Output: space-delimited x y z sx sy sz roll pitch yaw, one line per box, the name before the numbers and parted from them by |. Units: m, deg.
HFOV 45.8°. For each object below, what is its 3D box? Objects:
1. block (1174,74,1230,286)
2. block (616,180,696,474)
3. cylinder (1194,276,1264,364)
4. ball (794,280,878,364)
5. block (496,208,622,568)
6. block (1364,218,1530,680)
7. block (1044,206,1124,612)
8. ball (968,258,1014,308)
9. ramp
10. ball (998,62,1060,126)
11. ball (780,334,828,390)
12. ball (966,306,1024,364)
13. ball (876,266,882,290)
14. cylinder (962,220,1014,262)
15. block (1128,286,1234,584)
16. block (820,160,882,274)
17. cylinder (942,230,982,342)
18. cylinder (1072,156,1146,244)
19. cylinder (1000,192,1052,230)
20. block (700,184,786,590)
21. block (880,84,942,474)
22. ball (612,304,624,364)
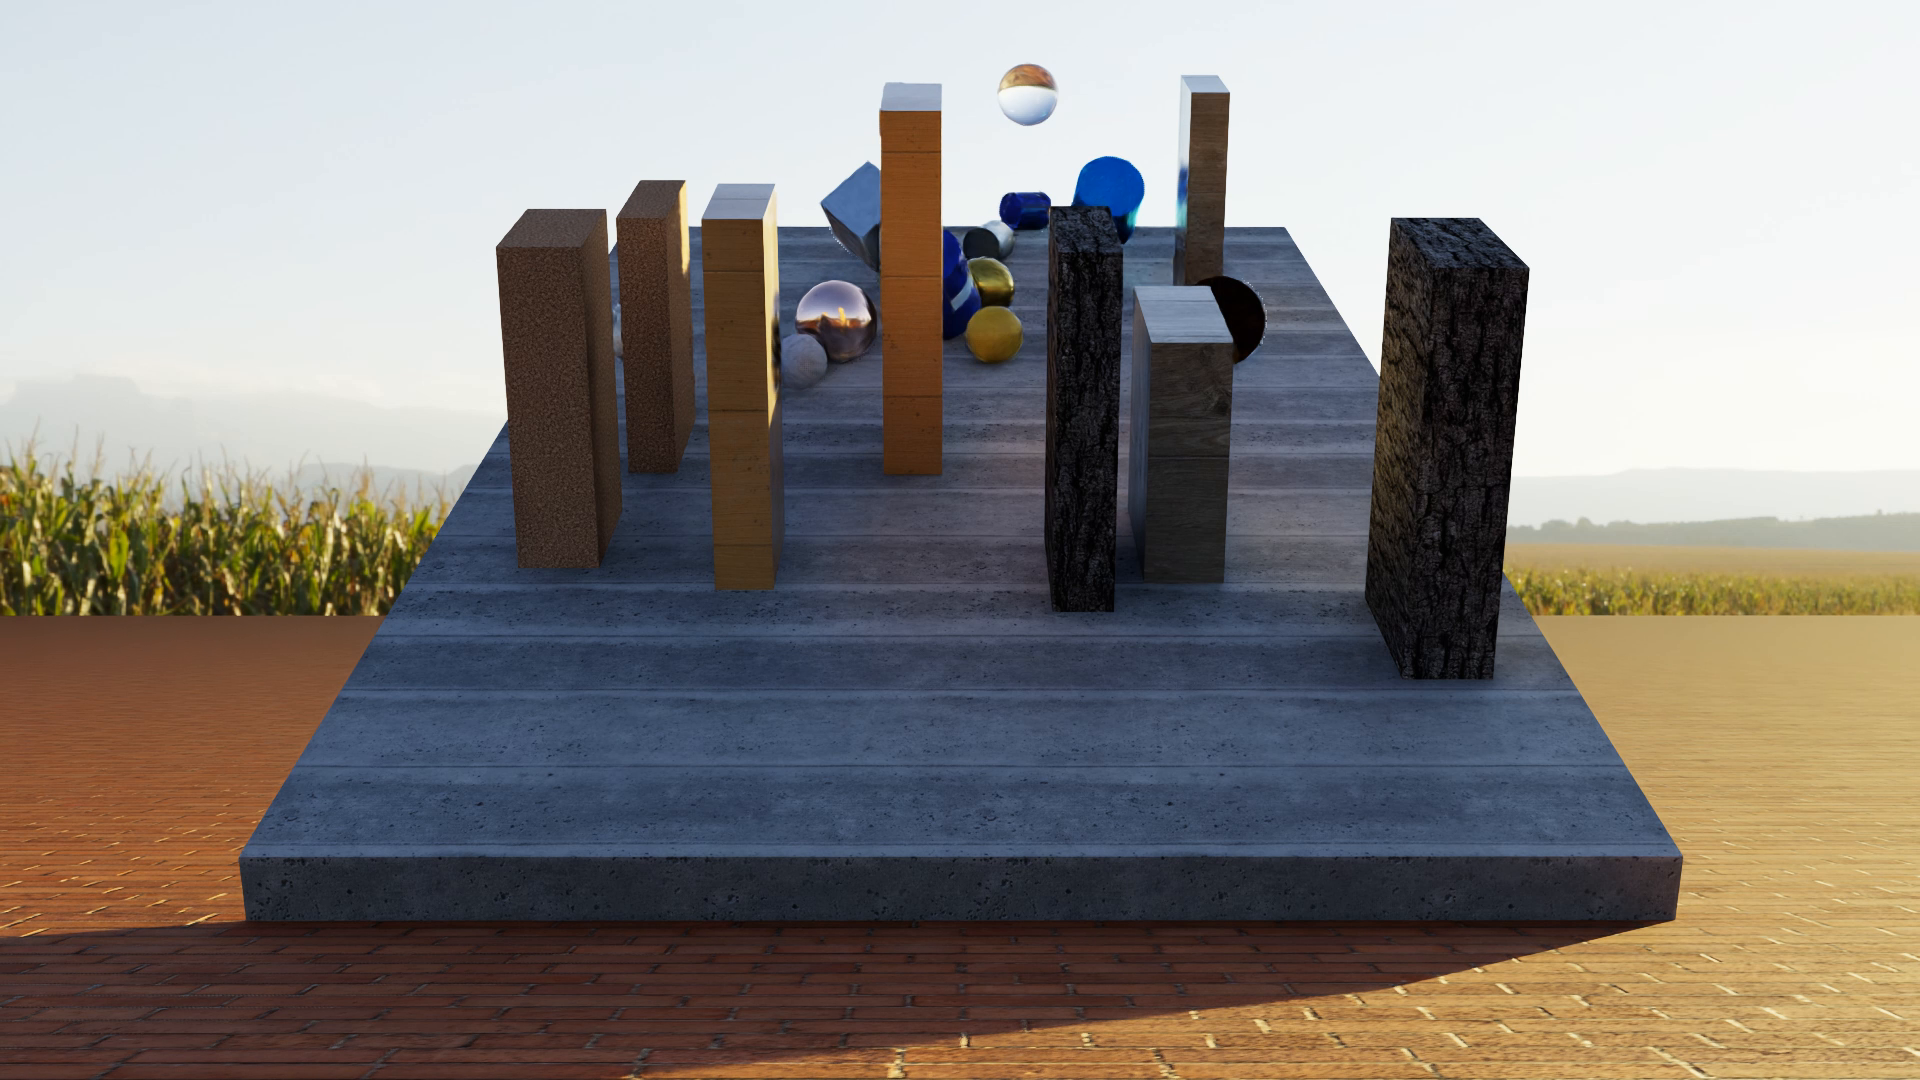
block | 0.618 -0.875 5.838 0.096 0.592 0.282 0 20 0
block | -0.636 -0.455 4.782 0.099 0.535 0.379 0 20 0
cylinder | 0.598 -0.500 5.223 0.204 0.204 0.204 0 4 7
ball | -0.296 -0.523 5.450 0.199 0.199 0.199 0 -2 0
block | -0.740 -0.286 4.230 0.149 0.602 0.319 0 20 0
block | 0.798 -0.157 3.766 0.148 0.687 0.361 0 20 0
block | 0.216 -0.240 4.050 0.108 0.643 0.372 0 20 0
ball | 0.059 -0.645 5.833 0.163 0.163 0.163 0 -2 0
ramp | -0.005 -0.210 5.037 2.000 0.100 4.000 0 20 0
ball | 0.196 -1.282 6.538 0.178 0.178 0.178 0 -2 0
ball | -0.371 -0.412 5.251 0.129 0.129 0.129 0 -2 0
ball | 0.083 -0.494 5.458 0.140 0.140 0.140 0 -2 0
ball | -0.163 -0.698 6.043 0.115 0.115 0.115 0 -2 0
cylinder | 0.081 -0.837 6.421 0.114 0.114 0.114 -1 18 24
block | 0.405 -0.204 4.230 0.145 0.451 0.406 0 20 0
block | -0.241 -0.894 6.293 0.182 0.182 0.182 44 -9 28
cylinder | -0.069 -0.631 5.620 0.201 0.201 0.201 -1 -34 18
cylinder | 0.422 -0.968 6.533 0.195 0.195 0.195 0 -21 -4
cylinder | 0.196 -0.982 6.771 0.113 0.113 0.113 -7 2 -33
block | -0.387 -0.280 4.108 0.105 0.676 0.301 0 20 0
block | -0.097 -0.545 4.719 0.121 0.749 0.336 0 20 0
ball | -0.705 -0.463 5.069 0.167 0.167 0.167 0 -2 0
